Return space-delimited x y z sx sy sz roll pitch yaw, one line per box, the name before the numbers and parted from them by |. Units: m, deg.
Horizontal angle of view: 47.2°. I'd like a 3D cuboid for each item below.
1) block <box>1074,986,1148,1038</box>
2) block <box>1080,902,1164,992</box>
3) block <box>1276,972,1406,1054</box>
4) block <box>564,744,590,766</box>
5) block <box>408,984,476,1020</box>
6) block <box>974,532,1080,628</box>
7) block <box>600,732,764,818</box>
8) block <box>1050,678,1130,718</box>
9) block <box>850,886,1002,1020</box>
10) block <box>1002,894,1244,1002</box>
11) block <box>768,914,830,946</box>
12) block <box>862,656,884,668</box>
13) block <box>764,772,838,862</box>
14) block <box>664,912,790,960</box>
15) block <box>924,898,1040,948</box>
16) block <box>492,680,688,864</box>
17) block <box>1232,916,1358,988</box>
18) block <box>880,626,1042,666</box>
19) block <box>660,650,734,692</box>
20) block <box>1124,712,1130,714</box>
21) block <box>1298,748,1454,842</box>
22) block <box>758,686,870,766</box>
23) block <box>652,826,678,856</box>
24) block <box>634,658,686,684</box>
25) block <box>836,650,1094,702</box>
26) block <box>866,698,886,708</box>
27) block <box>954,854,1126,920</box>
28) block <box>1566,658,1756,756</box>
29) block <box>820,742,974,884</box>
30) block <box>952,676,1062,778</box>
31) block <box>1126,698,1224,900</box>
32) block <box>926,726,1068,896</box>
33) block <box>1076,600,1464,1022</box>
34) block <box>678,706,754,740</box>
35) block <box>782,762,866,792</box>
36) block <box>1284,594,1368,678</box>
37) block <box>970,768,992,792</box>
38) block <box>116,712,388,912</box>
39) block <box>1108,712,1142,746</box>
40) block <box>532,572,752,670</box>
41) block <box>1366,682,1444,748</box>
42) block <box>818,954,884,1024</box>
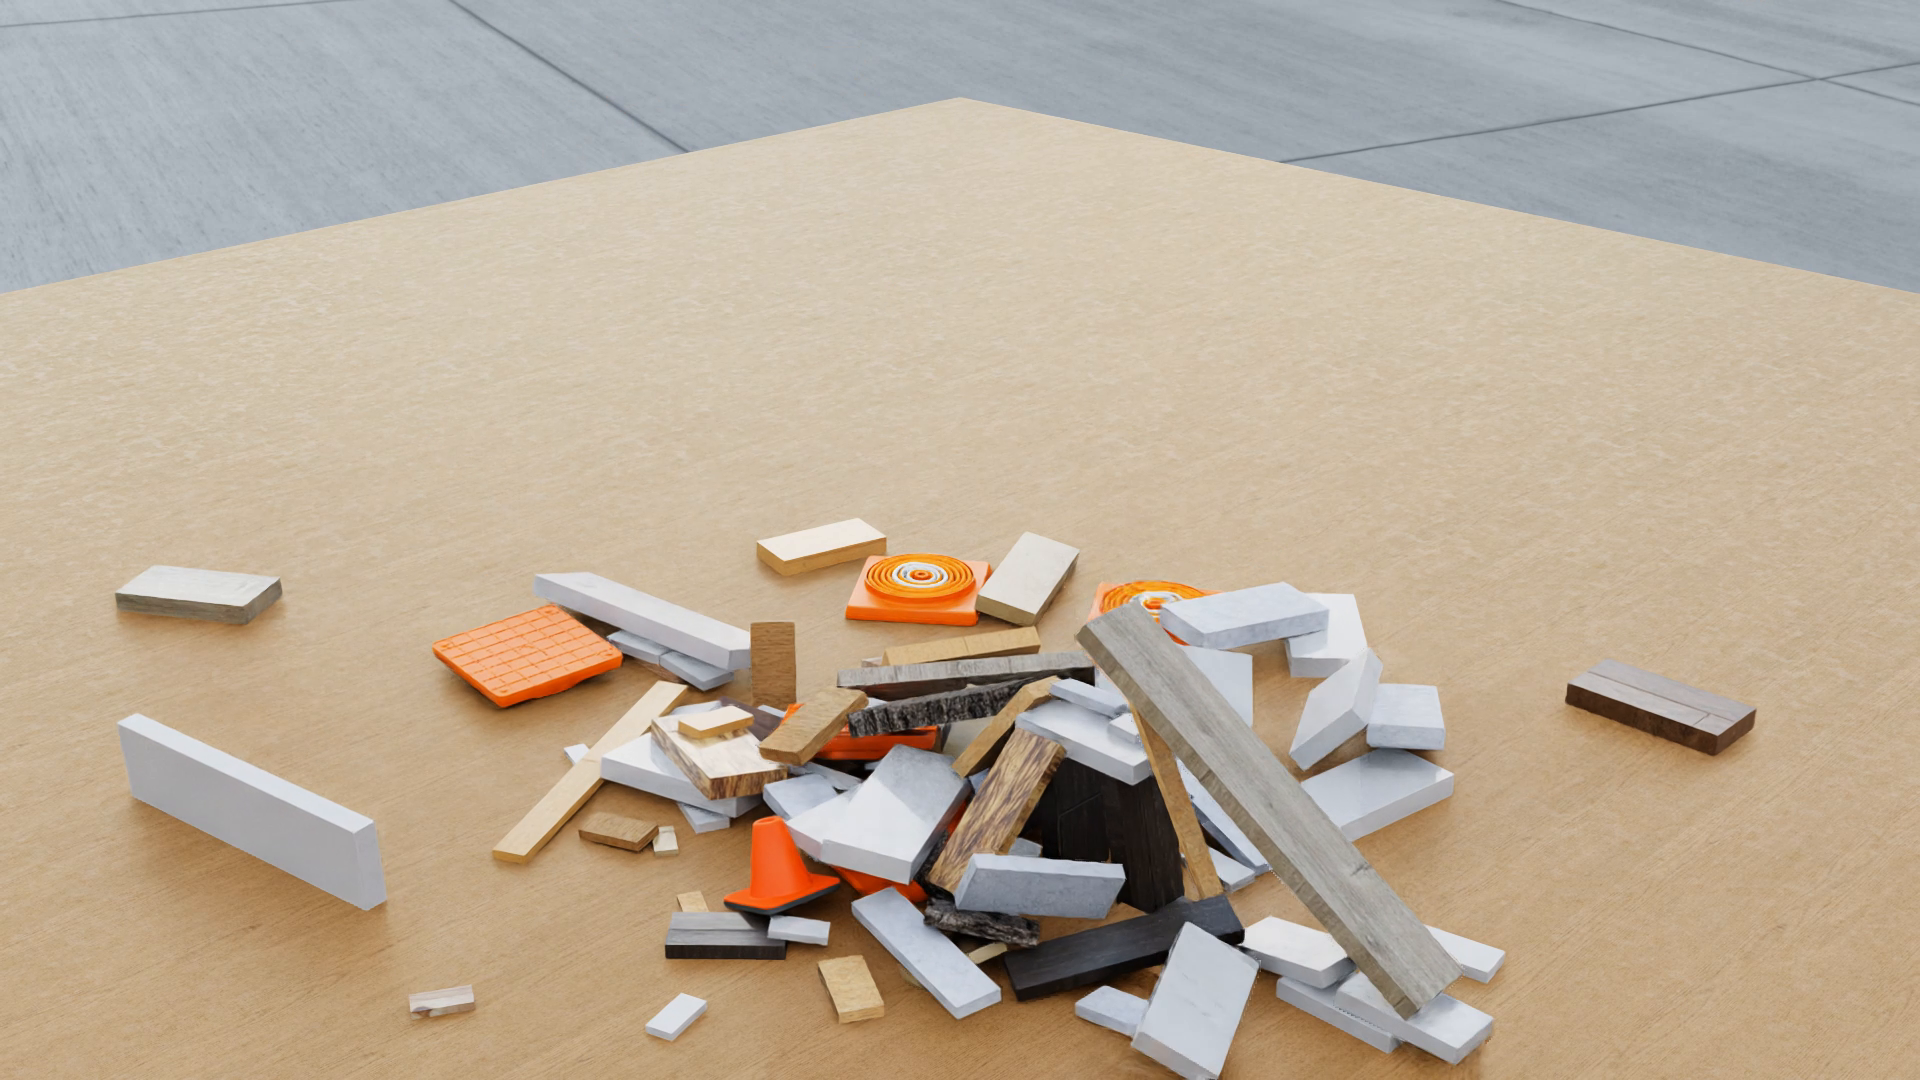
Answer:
block | 0.286 0.814 3.779 0.163 0.023 0.081 11 23 42
block | 0.363 0.749 3.941 0.295 0.042 0.148 19 29 37
block | 0.681 0.804 3.823 0.237 0.034 0.118 21 31 40
block | -0.802 0.461 4.659 0.045 0.013 0.091 -12 26 -27
block | -0.905 0.807 3.840 0.108 0.015 0.054 -7 24 -16
block | 0.170 0.095 5.441 0.149 0.042 0.412 19 27 11
block | -0.552 0.480 4.515 0.334 0.047 0.167 13 19 26
block | 0.249 0.299 4.177 0.139 0.020 0.069 19 17 29
block | -0.064 0.724 3.884 0.087 0.025 0.386 -19 28 -25
block | 0.290 0.723 3.906 0.418 0.029 0.102 -13 32 -8
block | -0.293 0.709 3.999 0.108 0.015 0.054 8 23 -2
block | -0.059 0.277 4.992 0.299 0.042 0.149 -8 4 -18
block | -0.277 0.536 4.272 0.120 0.034 0.240 -11 29 -27
block | -0.423 0.723 4.017 0.217 0.031 0.108 0 23 1
block | 0.039 0.684 3.932 0.204 0.029 0.102 12 2 1
block | -0.758 0.472 4.583 0.072 0.020 0.712 8 27 18
block | 0.598 0.733 3.917 0.118 0.034 0.237 -19 16 -34
block | -0.006 0.284 4.869 0.346 0.173 0.049 -8 55 -18
block | -0.596 0.290 4.984 0.085 0.024 0.171 -19 30 -37
block | 0.303 0.418 4.540 0.117 0.033 0.235 -26 20 8
block | 0.825 0.517 4.479 0.343 0.049 0.171 -17 28 -35
block | -0.292 0.370 4.398 0.110 0.031 0.220 5 33 40
block | -0.584 0.595 4.342 0.045 0.013 0.091 -5 24 -12
block | -0.666 0.283 5.063 0.086 0.024 0.171 -21 30 -40
block | 0.044 0.319 4.812 0.629 0.153 0.043 -4 54 -10
block | -0.210 0.352 4.609 0.087 0.025 0.175 -10 12 -42
block | 0.143 0.623 3.949 0.286 0.117 0.033 7 40 -19
block | 1.539 0.364 4.838 0.356 0.050 0.178 21 31 40
block | -0.110 0.513 4.172 0.171 0.049 0.411 13 24 13
block | 0.095 0.361 4.250 0.034 0.241 0.121 50 29 17
block | 0.393 0.469 4.001 0.049 0.581 0.014 -21 1 -42
block | 0.068 0.507 4.050 0.108 0.031 0.334 19 70 40
block | 0.535 0.457 3.858 0.148 0.042 0.874 -23 65 -43
block | -0.507 0.380 4.576 0.072 0.020 0.144 19 22 41
block | -0.260 0.484 4.468 0.240 0.034 0.120 13 -9 40
block | 0.854 0.222 5.172 0.178 0.050 0.356 1 23 3
block | 0.171 0.425 4.359 0.121 0.034 0.336 -28 -9 41
block | -1.394 0.524 4.301 0.733 0.173 0.049 16 30 33
block | 0.349 0.339 4.096 0.139 0.020 0.069 -19 30 -38
block | -0.719 0.185 5.166 0.716 0.047 0.167 17 12 40
block | 0.928 0.365 4.613 0.153 0.043 0.305 3 13 8
block | -0.193 0.789 3.870 0.081 0.023 0.163 -7 24 -15
